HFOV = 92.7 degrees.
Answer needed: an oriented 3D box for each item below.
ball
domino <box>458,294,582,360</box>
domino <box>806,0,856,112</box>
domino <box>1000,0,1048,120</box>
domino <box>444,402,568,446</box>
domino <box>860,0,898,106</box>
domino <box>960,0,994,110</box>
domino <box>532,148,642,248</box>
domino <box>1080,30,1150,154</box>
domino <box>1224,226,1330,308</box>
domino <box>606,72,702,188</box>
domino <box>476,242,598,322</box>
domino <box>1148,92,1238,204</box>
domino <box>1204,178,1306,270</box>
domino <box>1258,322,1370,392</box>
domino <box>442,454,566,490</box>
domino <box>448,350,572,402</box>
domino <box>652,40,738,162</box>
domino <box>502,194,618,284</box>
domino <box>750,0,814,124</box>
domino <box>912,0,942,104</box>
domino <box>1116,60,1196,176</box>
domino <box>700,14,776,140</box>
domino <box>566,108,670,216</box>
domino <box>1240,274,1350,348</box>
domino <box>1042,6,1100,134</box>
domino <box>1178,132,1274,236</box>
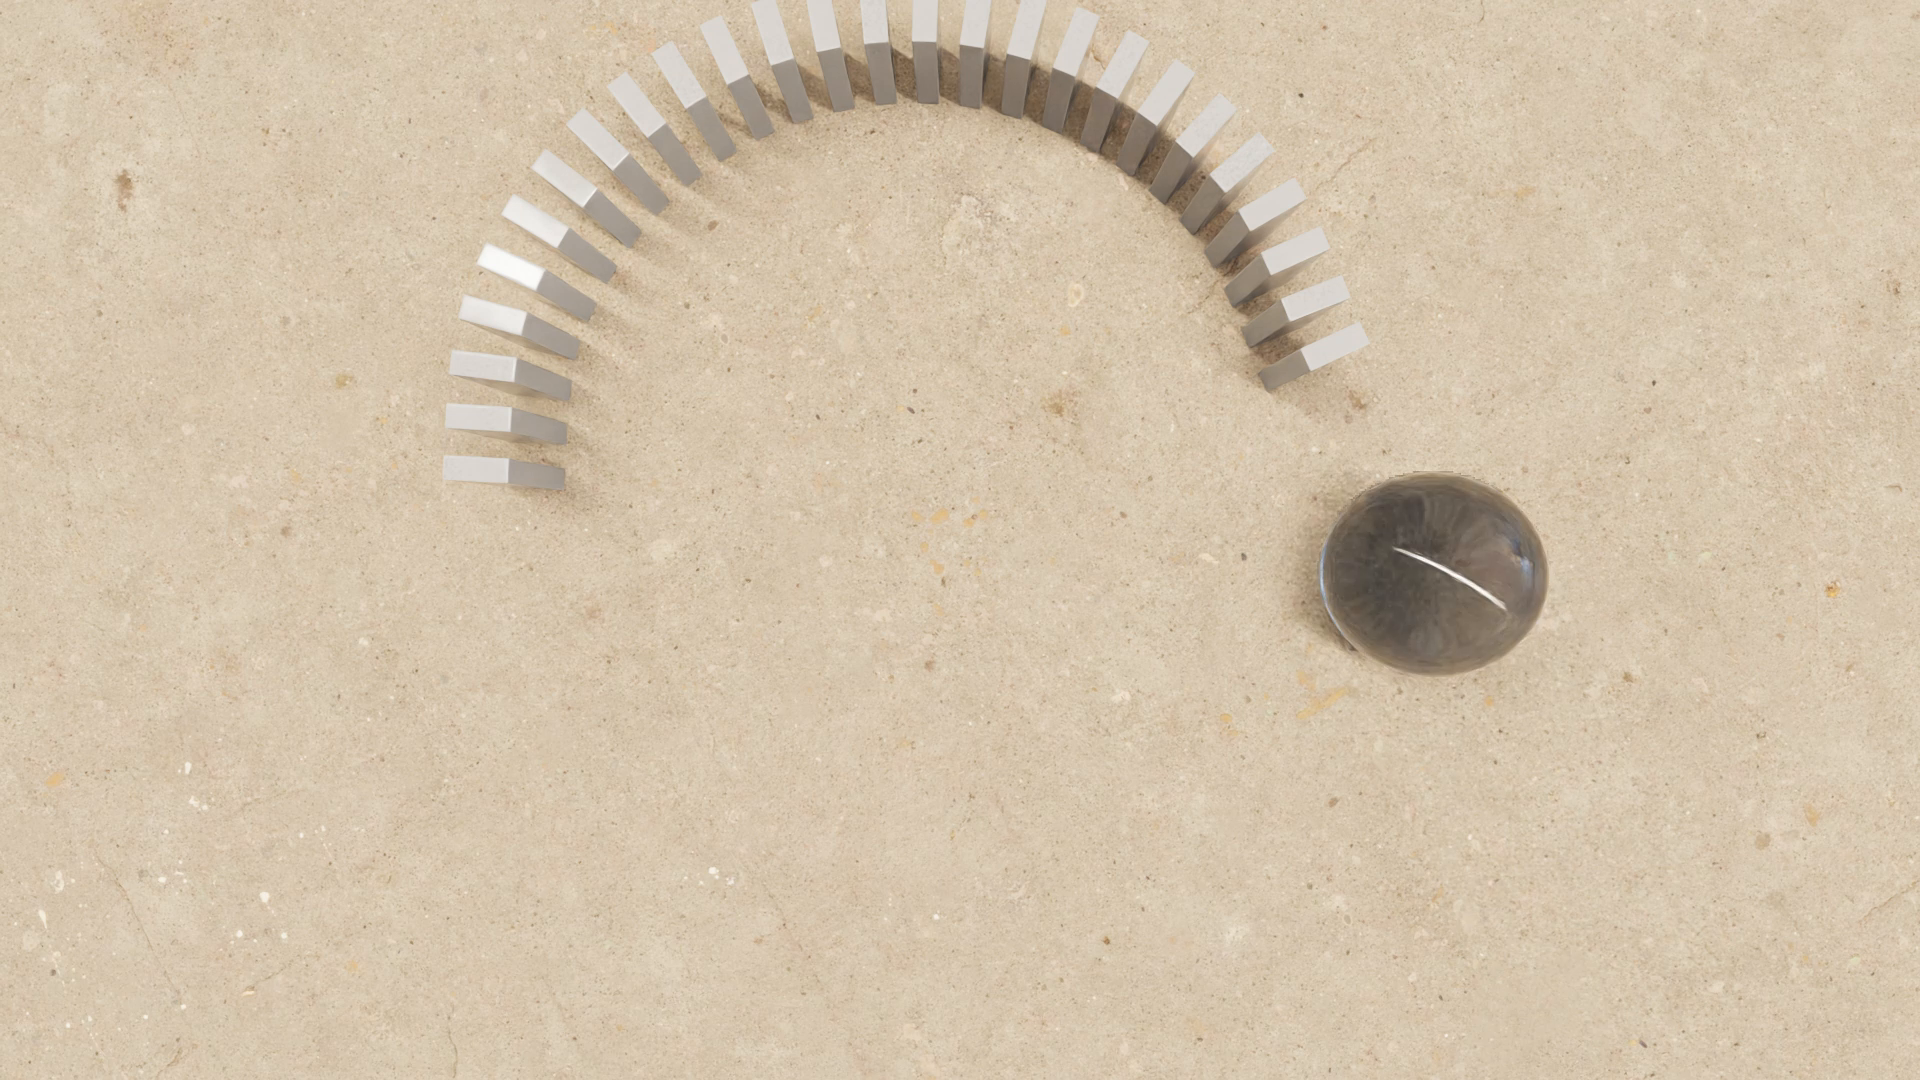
[{"bbox_3d":[0.184,0.014,0.360,0.080,0.080,0.080,0,90,0],"label":"ball"},{"bbox_3d":[-0.179,-0.086,0.375,0.025,0.050,0.010,15,90,0],"label":"domino"},{"bbox_3d":[-0.053,-0.200,0.375,0.010,0.050,0.025,-11,90,0],"label":"domino"},{"bbox_3d":[0.026,-0.197,0.375,0.009,0.050,0.025,16,90,0],"label":"domino"},{"bbox_3d":[-0.184,-0.047,0.375,0.025,0.050,0.010,4,90,0],"label":"domino"},{"bbox_3d":[-0.033,-0.202,0.375,0.010,0.050,0.025,-5,90,0],"label":"domino"},{"bbox_3d":[0.006,-0.201,0.375,0.009,0.050,0.025,9,90,0],"label":"domino"},{"bbox_3d":[-0.151,-0.138,0.375,0.025,0.050,0.009,37,90,0],"label":"domino"},{"bbox_3d":[0.062,-0.182,0.375,0.009,0.050,0.025,29,90,0],"label":"domino"},{"bbox_3d":[0.128,-0.111,0.375,0.025,0.050,0.009,-24,90,0],"label":"domino"},{"bbox_3d":[-0.124,-0.166,0.375,0.010,0.050,0.025,-38,90,0],"label":"domino"},{"bbox_3d":[-0.172,-0.104,0.375,0.025,0.050,0.009,25,90,0],"label":"domino"},{"bbox_3d":[0.094,-0.159,0.375,0.010,0.050,0.025,43,90,0],"label":"domino"},{"bbox_3d":[0.119,-0.128,0.375,0.025,0.050,0.009,-30,90,0],"label":"domino"},{"bbox_3d":[0.143,-0.074,0.375,0.025,0.050,0.009,-25,90,0],"label":"domino"},{"bbox_3d":[-0.185,-0.027,0.375,0.025,0.050,0.010,3,90,0],"label":"domino"},{"bbox_3d":[-0.182,-0.067,0.375,0.025,0.050,0.009,7,90,0],"label":"domino"},{"bbox_3d":[-0.107,-0.178,0.375,0.009,0.050,0.025,-32,90,0],"label":"domino"},{"bbox_3d":[-0.162,-0.122,0.375,0.025,0.050,0.009,31,90,0],"label":"domino"},{"bbox_3d":[-0.072,-0.195,0.375,0.010,0.050,0.025,-18,90,0],"label":"domino"},{"bbox_3d":[-0.013,-0.203,0.375,0.009,0.050,0.025,2,90,0],"label":"domino"},{"bbox_3d":[0.079,-0.171,0.375,0.009,0.050,0.025,36,90,0],"label":"domino"},{"bbox_3d":[-0.090,-0.187,0.375,0.009,0.050,0.025,-25,90,0],"label":"domino"},{"bbox_3d":[-0.138,-0.153,0.375,0.025,0.050,0.009,45,90,0],"label":"domino"},{"bbox_3d":[0.136,-0.092,0.375,0.025,0.050,0.010,-22,90,0],"label":"domino"},{"bbox_3d":[0.044,-0.190,0.375,0.009,0.050,0.025,22,90,0],"label":"domino"},{"bbox_3d":[0.108,-0.144,0.375,0.025,0.050,0.009,-41,90,0],"label":"domino"}]
